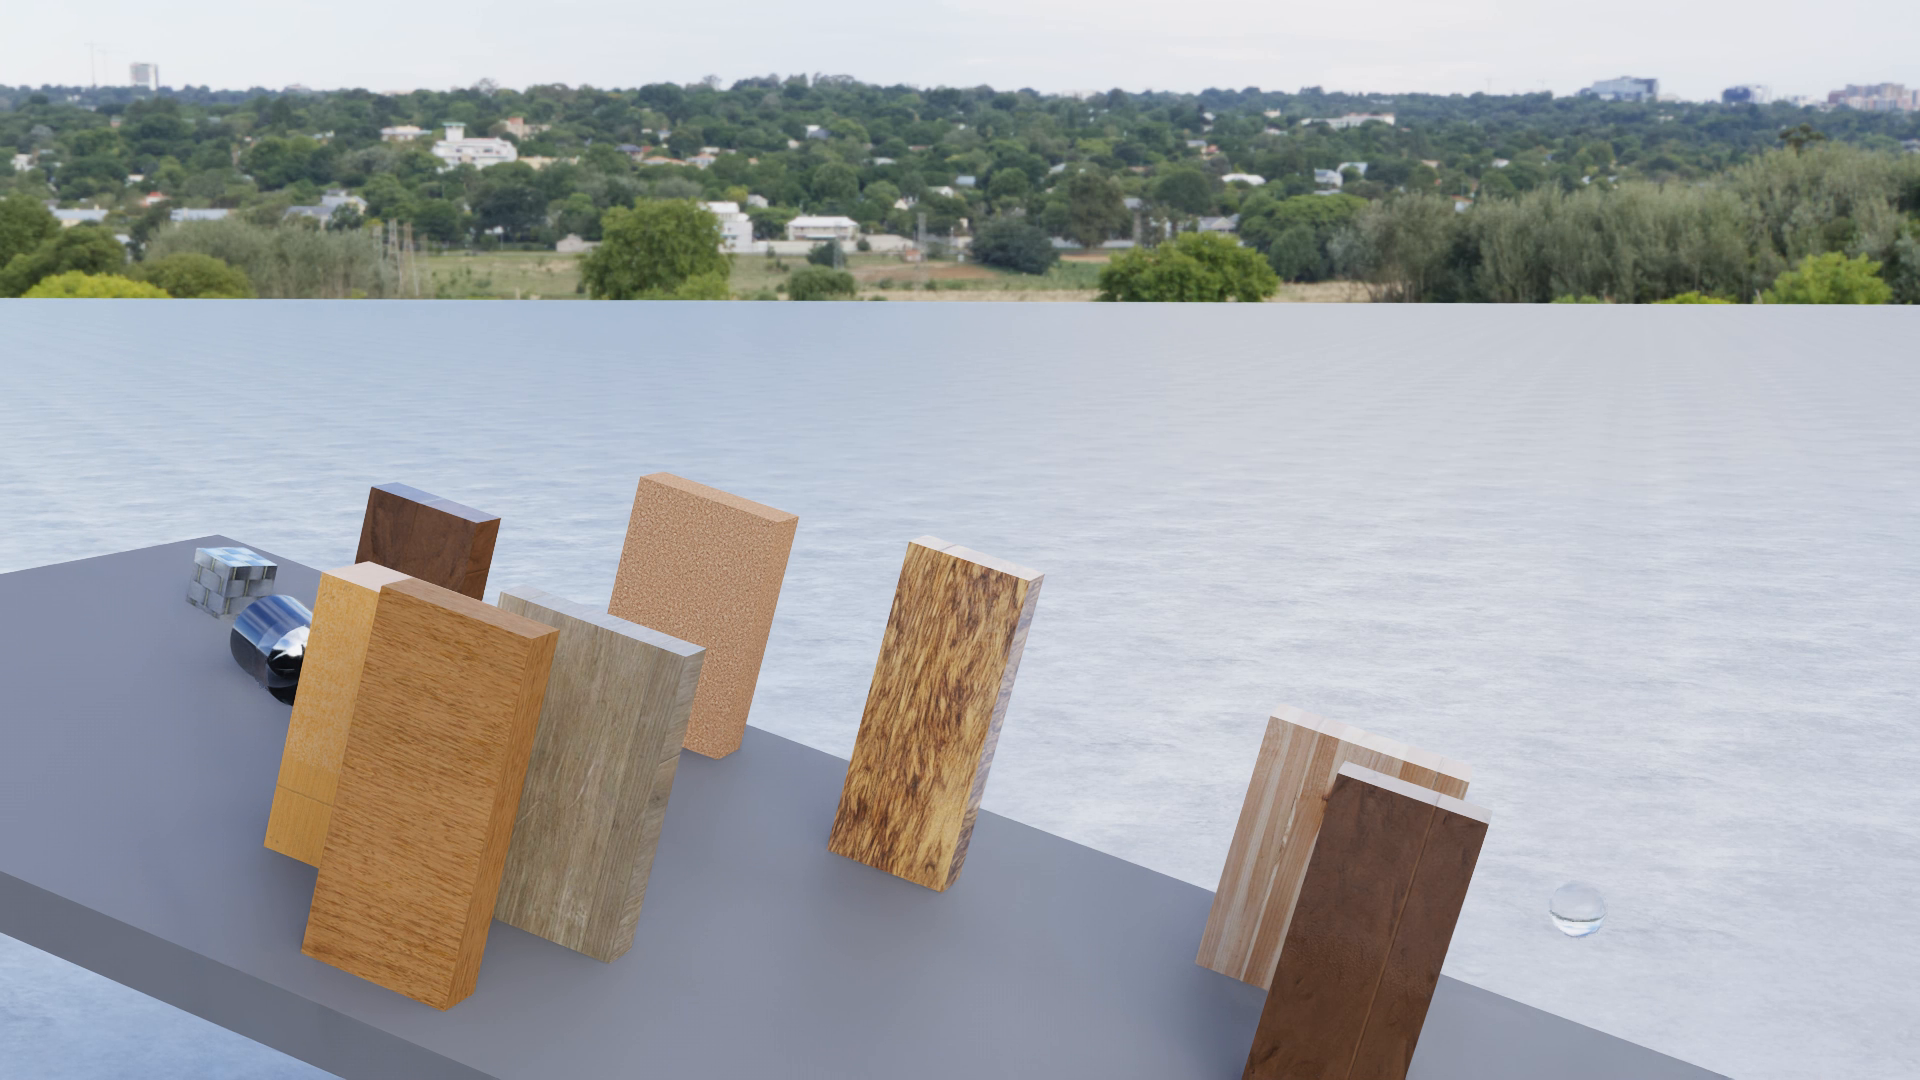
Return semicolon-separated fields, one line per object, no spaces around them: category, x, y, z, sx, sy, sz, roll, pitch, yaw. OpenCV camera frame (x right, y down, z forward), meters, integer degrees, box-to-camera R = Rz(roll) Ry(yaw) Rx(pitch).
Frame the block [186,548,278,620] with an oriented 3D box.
block;-1.685;0.100;5.089;0.130;0.130;0.130;23;13;33

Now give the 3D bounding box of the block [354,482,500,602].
block;-1.142;0.158;4.575;0.251;0.498;0.099;18;12;14

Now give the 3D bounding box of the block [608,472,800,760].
block;-0.617;0.170;5.035;0.346;0.568;0.129;18;12;14

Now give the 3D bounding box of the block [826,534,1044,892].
block;-0.052;0.359;4.566;0.264;0.683;0.119;18;12;14

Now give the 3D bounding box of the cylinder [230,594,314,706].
cylinder;-1.419;0.233;4.654;0.184;0.184;0.184;-6;22;-40

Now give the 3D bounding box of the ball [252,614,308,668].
ball;-1.485;0.219;4.802;0.119;0.119;0.119;0;7;0

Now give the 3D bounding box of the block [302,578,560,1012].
block;-0.838;0.400;3.470;0.266;0.624;0.093;18;12;14

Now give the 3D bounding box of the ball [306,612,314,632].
ball;-1.363;0.209;4.880;0.172;0.172;0.172;0;7;0

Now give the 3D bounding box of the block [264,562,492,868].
block;-0.963;0.347;3.850;0.386;0.513;0.147;18;12;14

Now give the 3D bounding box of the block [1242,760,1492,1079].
block;0.714;0.735;3.895;0.269;0.625;0.099;18;12;14

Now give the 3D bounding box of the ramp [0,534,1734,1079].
ramp;-0.381;0.749;4.242;4.000;0.100;2.000;18;12;14

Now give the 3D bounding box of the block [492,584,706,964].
block;-0.682;0.404;3.814;0.357;0.564;0.086;18;12;14

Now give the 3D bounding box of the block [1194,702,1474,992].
block;0.763;0.667;4.494;0.410;0.549;0.142;18;12;14

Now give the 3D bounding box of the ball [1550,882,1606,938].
ball;1.728;1.034;6.150;0.154;0.154;0.154;0;7;0
